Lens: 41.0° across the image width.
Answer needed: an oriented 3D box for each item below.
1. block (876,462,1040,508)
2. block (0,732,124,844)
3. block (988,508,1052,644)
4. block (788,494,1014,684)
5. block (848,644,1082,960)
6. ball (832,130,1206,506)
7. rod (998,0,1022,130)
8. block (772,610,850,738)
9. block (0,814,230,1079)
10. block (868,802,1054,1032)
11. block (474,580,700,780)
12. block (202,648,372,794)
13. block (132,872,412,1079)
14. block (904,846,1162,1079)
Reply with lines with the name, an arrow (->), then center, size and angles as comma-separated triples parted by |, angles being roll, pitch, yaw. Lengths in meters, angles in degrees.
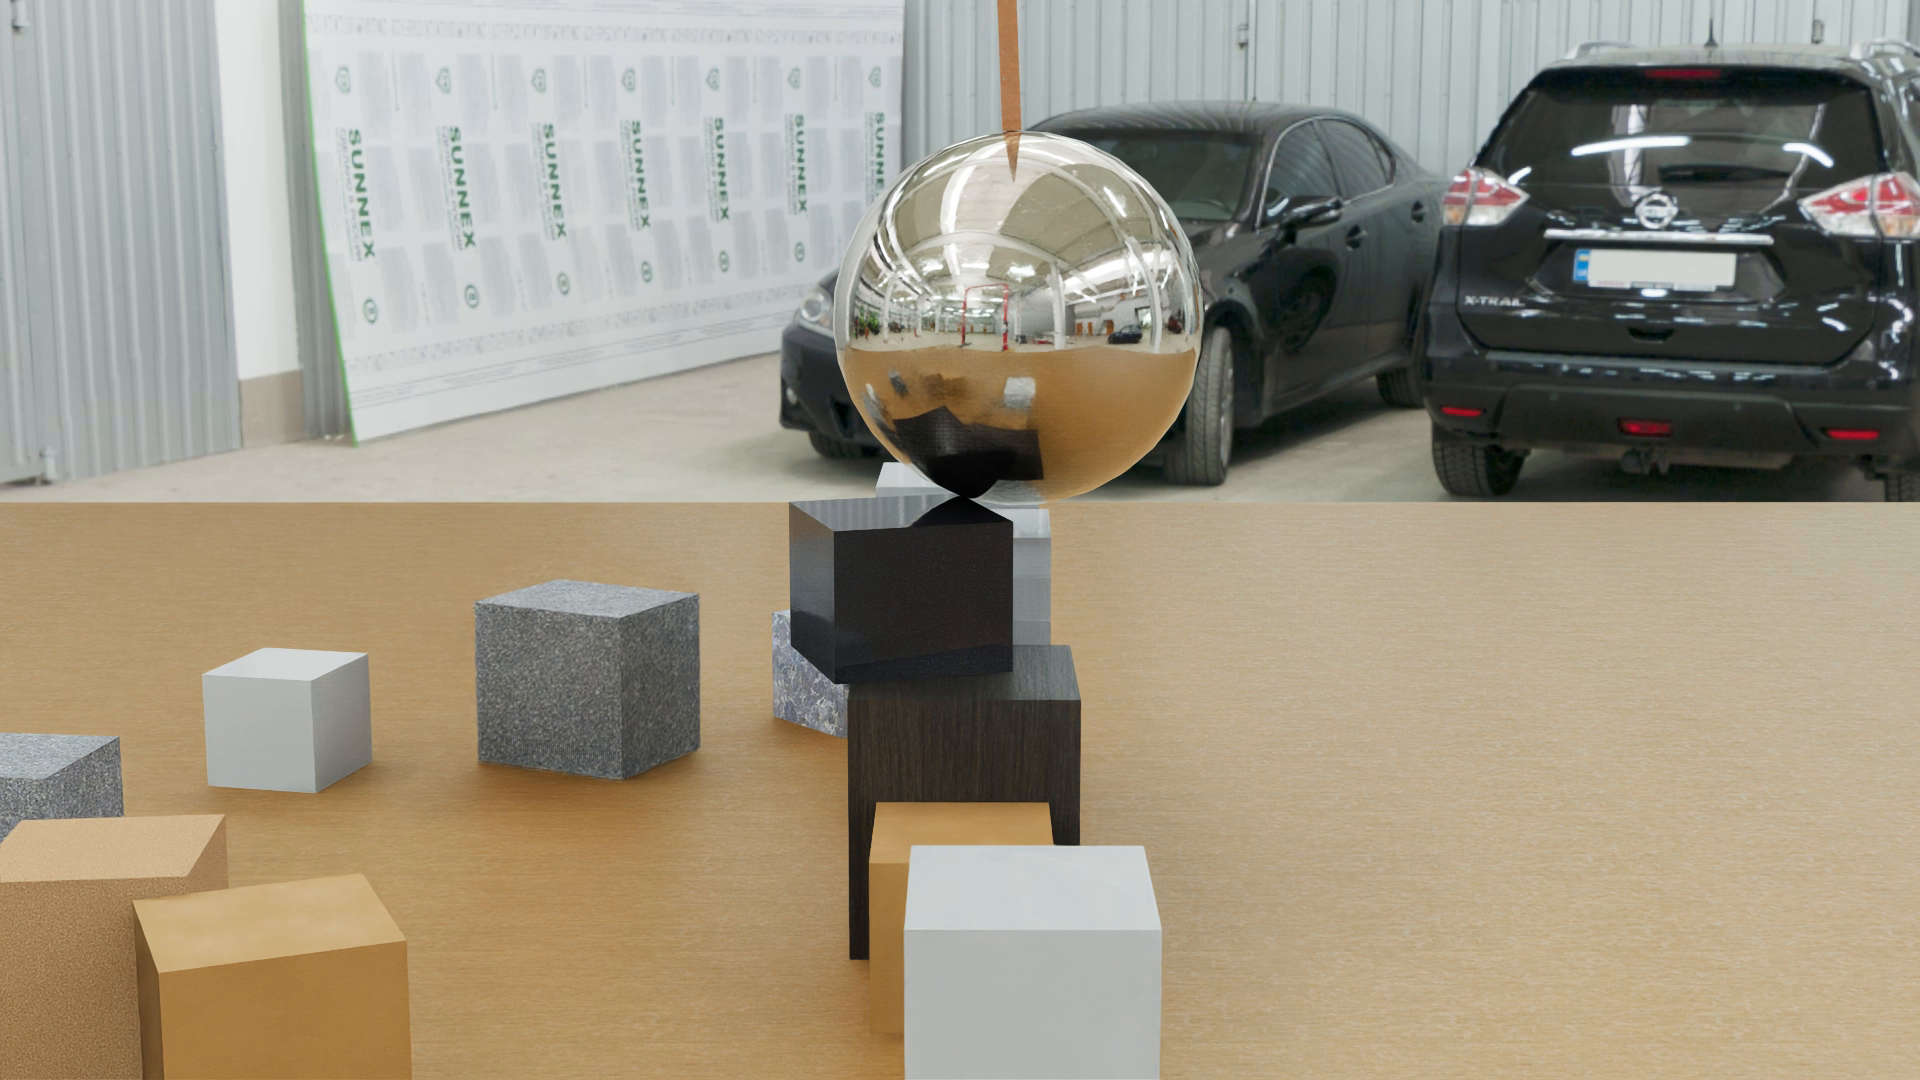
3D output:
block -> -0.004, 0.016, 12.445 | 0.765, 0.673, 0.763 | 0, 10, 1
block -> -4.053, 1.233, 10.933 | 0.708, 0.662, 0.688 | 1, 10, 7
block -> -0.014, 0.259, 11.698 | 0.843, 0.686, 0.771 | 0, 10, 1
block -> -0.257, 0.190, 10.772 | 0.757, 0.629, 0.760 | -3, 11, -17
block -> 0.016, 1.069, 10.692 | 0.921, 1.072, 0.992 | 0, 10, 0
ball -> 0.253, -0.949, 11.008 | 1.600, 1.600, 1.600 | 0, 10, 0
rod -> 0.110, -4.291, 10.400 | 0.080, 5.200, 0.080 | -2, 10, 0
block -> -0.601, 0.696, 14.097 | 0.593, 0.587, 0.643 | -8, 13, -39
block -> -3.053, 1.483, 9.191 | 0.734, 0.794, 0.753 | -1, 10, -6
block -> 0.009, 1.434, 9.846 | 0.683, 0.655, 0.798 | 0, 10, 0
block -> -1.926, 0.708, 13.316 | 0.889, 0.830, 0.735 | 5, 11, 26
block -> -3.397, 0.905, 12.993 | 0.588, 0.571, 0.625 | 2, 11, 13
block -> -2.306, 1.623, 8.593 | 0.775, 0.732, 0.780 | -4, 11, -23
block -> 0.232, 1.564, 8.572 | 0.809, 0.855, 0.895 | 0, 10, 0
